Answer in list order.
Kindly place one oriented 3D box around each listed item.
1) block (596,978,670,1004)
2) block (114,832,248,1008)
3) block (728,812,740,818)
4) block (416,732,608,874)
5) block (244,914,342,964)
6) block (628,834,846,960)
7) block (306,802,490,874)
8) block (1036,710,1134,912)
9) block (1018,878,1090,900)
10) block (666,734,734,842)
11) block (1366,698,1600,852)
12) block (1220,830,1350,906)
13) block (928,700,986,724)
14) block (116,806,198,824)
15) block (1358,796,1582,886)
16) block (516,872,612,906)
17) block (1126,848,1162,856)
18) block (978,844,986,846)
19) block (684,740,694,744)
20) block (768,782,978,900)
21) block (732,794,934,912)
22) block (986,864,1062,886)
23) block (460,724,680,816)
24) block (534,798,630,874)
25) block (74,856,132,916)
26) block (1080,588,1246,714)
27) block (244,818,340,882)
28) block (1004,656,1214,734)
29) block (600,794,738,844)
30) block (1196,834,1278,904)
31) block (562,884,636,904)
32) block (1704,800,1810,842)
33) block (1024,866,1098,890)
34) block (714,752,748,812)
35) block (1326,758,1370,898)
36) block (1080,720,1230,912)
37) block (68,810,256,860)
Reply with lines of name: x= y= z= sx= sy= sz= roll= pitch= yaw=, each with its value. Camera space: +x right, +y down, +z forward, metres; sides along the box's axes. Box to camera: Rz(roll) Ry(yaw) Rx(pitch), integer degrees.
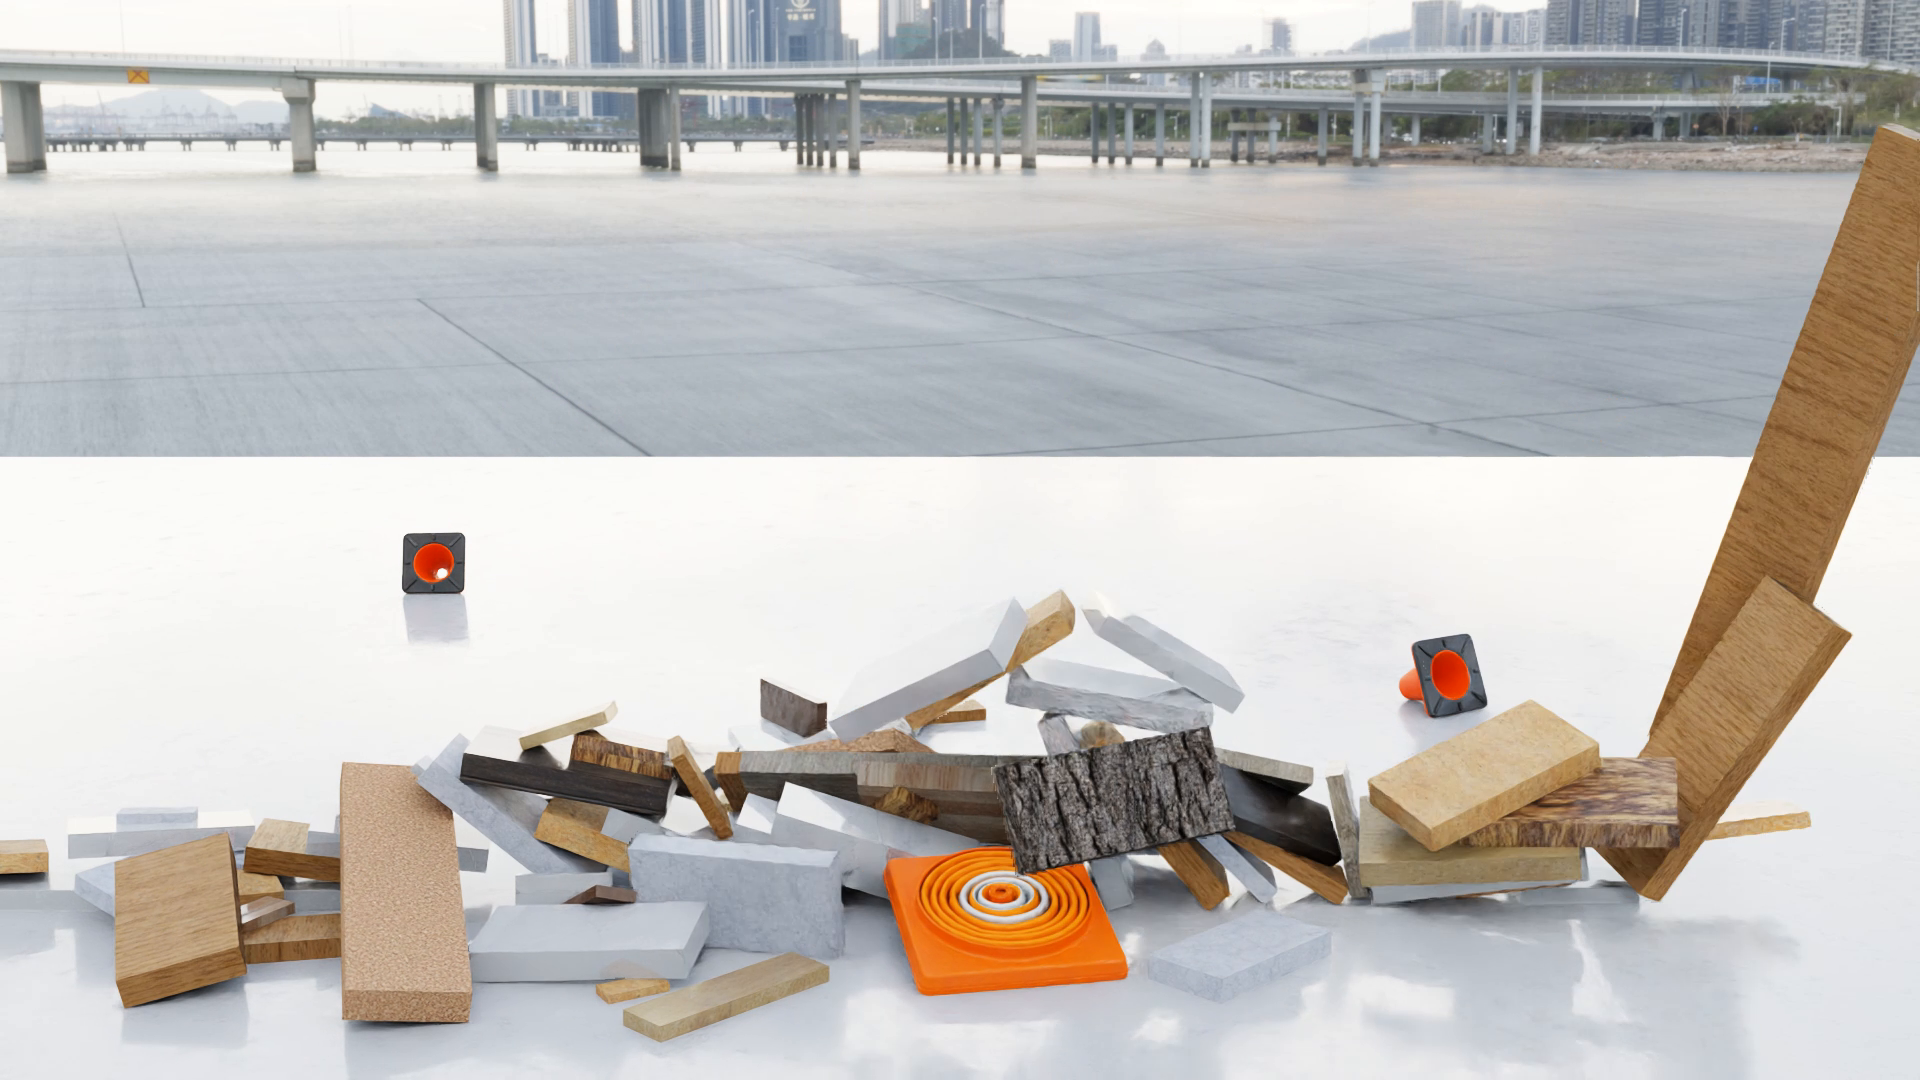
block: x=-0.483 y=0.662 z=3.246 sx=0.096 sy=0.014 sz=0.048 roll=-6 pitch=12 yaw=-30
block: x=-1.191 y=0.573 z=3.352 sx=0.175 sy=0.049 sz=0.349 roll=-14 pitch=26 yaw=-15
block: x=-0.344 y=0.528 z=3.875 sx=0.334 sy=0.047 sz=0.167 roll=0 pitch=11 yaw=1
block: x=-0.735 y=0.465 z=3.656 sx=0.336 sy=0.048 sz=0.168 roll=39 pitch=9 yaw=-6
block: x=-1.047 y=0.620 z=3.420 sx=0.224 sy=0.032 sz=0.112 roll=-2 pitch=11 yaw=-12
block: x=-0.345 y=0.552 z=3.407 sx=0.328 sy=0.164 sz=0.046 roll=3 pitch=23 yaw=15
block: x=-0.929 y=0.494 z=3.659 sx=0.289 sy=0.041 sz=0.144 roll=8 pitch=11 yaw=-11
block: x=0.208 y=0.428 z=3.640 sx=0.047 sy=0.334 sz=0.167 roll=-20 pitch=9 yaw=7
block: x=0.155 y=0.582 z=3.669 sx=0.117 sy=0.017 sz=0.058 roll=0 pitch=11 yaw=-1
block: x=-0.427 y=0.407 z=3.610 sx=0.024 sy=0.168 sz=0.084 roll=-29 pitch=20 yaw=-3
block: x=0.848 y=0.377 z=3.559 sx=0.335 sy=0.047 sz=0.167 roll=-23 pitch=31 yaw=-18
block: x=0.535 y=0.517 z=3.658 sx=0.231 sy=0.033 sz=0.116 roll=31 pitch=11 yaw=-3
block: x=-0.038 y=0.374 z=4.766 sx=0.173 sy=0.024 sz=0.086 roll=-3 pitch=11 yaw=-17
block: x=-1.345 y=0.461 z=3.687 sx=0.121 sy=0.017 sz=0.061 roll=1 pitch=3 yaw=-12
block: x=0.827 y=0.483 z=3.582 sx=0.345 sy=0.049 sz=0.172 roll=-4 pitch=31 yaw=14
block: x=-0.636 y=0.575 z=3.534 sx=0.152 sy=0.076 sz=0.022 roll=0 pitch=-3 yaw=-2
block: x=0.333 y=0.487 z=3.819 sx=0.231 sy=0.116 sz=0.033 roll=-3 pitch=6 yaw=31
block: x=-0.041 y=0.534 z=3.903 sx=0.174 sy=0.025 sz=0.087 roll=-8 pitch=13 yaw=-37
block: x=-0.605 y=0.450 z=4.313 sx=0.139 sy=0.039 sz=0.277 roll=9 pitch=14 yaw=39
block: x=-0.139 y=0.495 z=3.622 sx=0.338 sy=0.048 sz=0.169 roll=17 pitch=10 yaw=-2
block: x=-0.207 y=0.517 z=3.659 sx=0.338 sy=0.048 sz=0.169 roll=17 pitch=10 yaw=-2
block: x=0.110 y=0.566 z=3.752 sx=0.117 sy=0.017 sz=0.058 roll=-6 pitch=12 yaw=-30
block: x=-0.640 y=0.380 z=3.637 sx=0.336 sy=0.048 sz=0.168 roll=10 pitch=11 yaw=-2
block: x=-0.527 y=0.507 z=3.664 sx=0.336 sy=0.048 sz=0.168 roll=21 pitch=10 yaw=-3
block: x=-1.289 y=0.576 z=3.514 sx=0.238 sy=0.034 sz=0.119 roll=20 pitch=20 yaw=29
block: x=0.333 y=0.183 z=3.622 sx=0.275 sy=0.039 sz=0.138 roll=30 pitch=10 yaw=-15
block: x=-1.024 y=0.522 z=3.647 sx=0.289 sy=0.041 sz=0.144 roll=9 pitch=11 yaw=-7
block: x=0.243 y=0.255 z=3.608 sx=0.334 sy=0.047 sz=0.167 roll=10 pitch=11 yaw=0
block: x=-0.416 y=0.500 z=3.657 sx=0.338 sy=0.048 sz=0.169 roll=21 pitch=10 yaw=-3
block: x=0.432 y=0.497 z=3.658 sx=0.231 sy=0.033 sz=0.116 roll=45 pitch=10 yaw=-5
block: x=-0.567 y=0.570 z=3.452 sx=0.067 sy=0.019 sz=0.135 roll=15 pitch=-27 yaw=-28
block: x=1.318 y=0.473 z=3.712 sx=0.197 sy=0.028 sz=0.099 roll=-6 pitch=6 yaw=-6
block: x=0.169 y=0.564 z=3.673 sx=0.117 sy=0.017 sz=0.058 roll=-1 pitch=11 yaw=-6
block: x=-0.269 y=0.437 z=3.935 sx=0.310 sy=0.044 sz=0.155 roll=0 pitch=-35 yaw=11
block: x=0.648 y=0.480 z=3.669 sx=0.030 sy=0.211 sz=0.105 roll=-11 pitch=6 yaw=13
block: x=0.322 y=0.448 z=3.644 sx=0.047 sy=0.334 sz=0.167 roll=-38 pitch=6 yaw=9
block: x=-1.335 y=0.491 z=3.675 sx=0.289 sy=0.041 sz=0.144 roll=0 pitch=3 yaw=-22
